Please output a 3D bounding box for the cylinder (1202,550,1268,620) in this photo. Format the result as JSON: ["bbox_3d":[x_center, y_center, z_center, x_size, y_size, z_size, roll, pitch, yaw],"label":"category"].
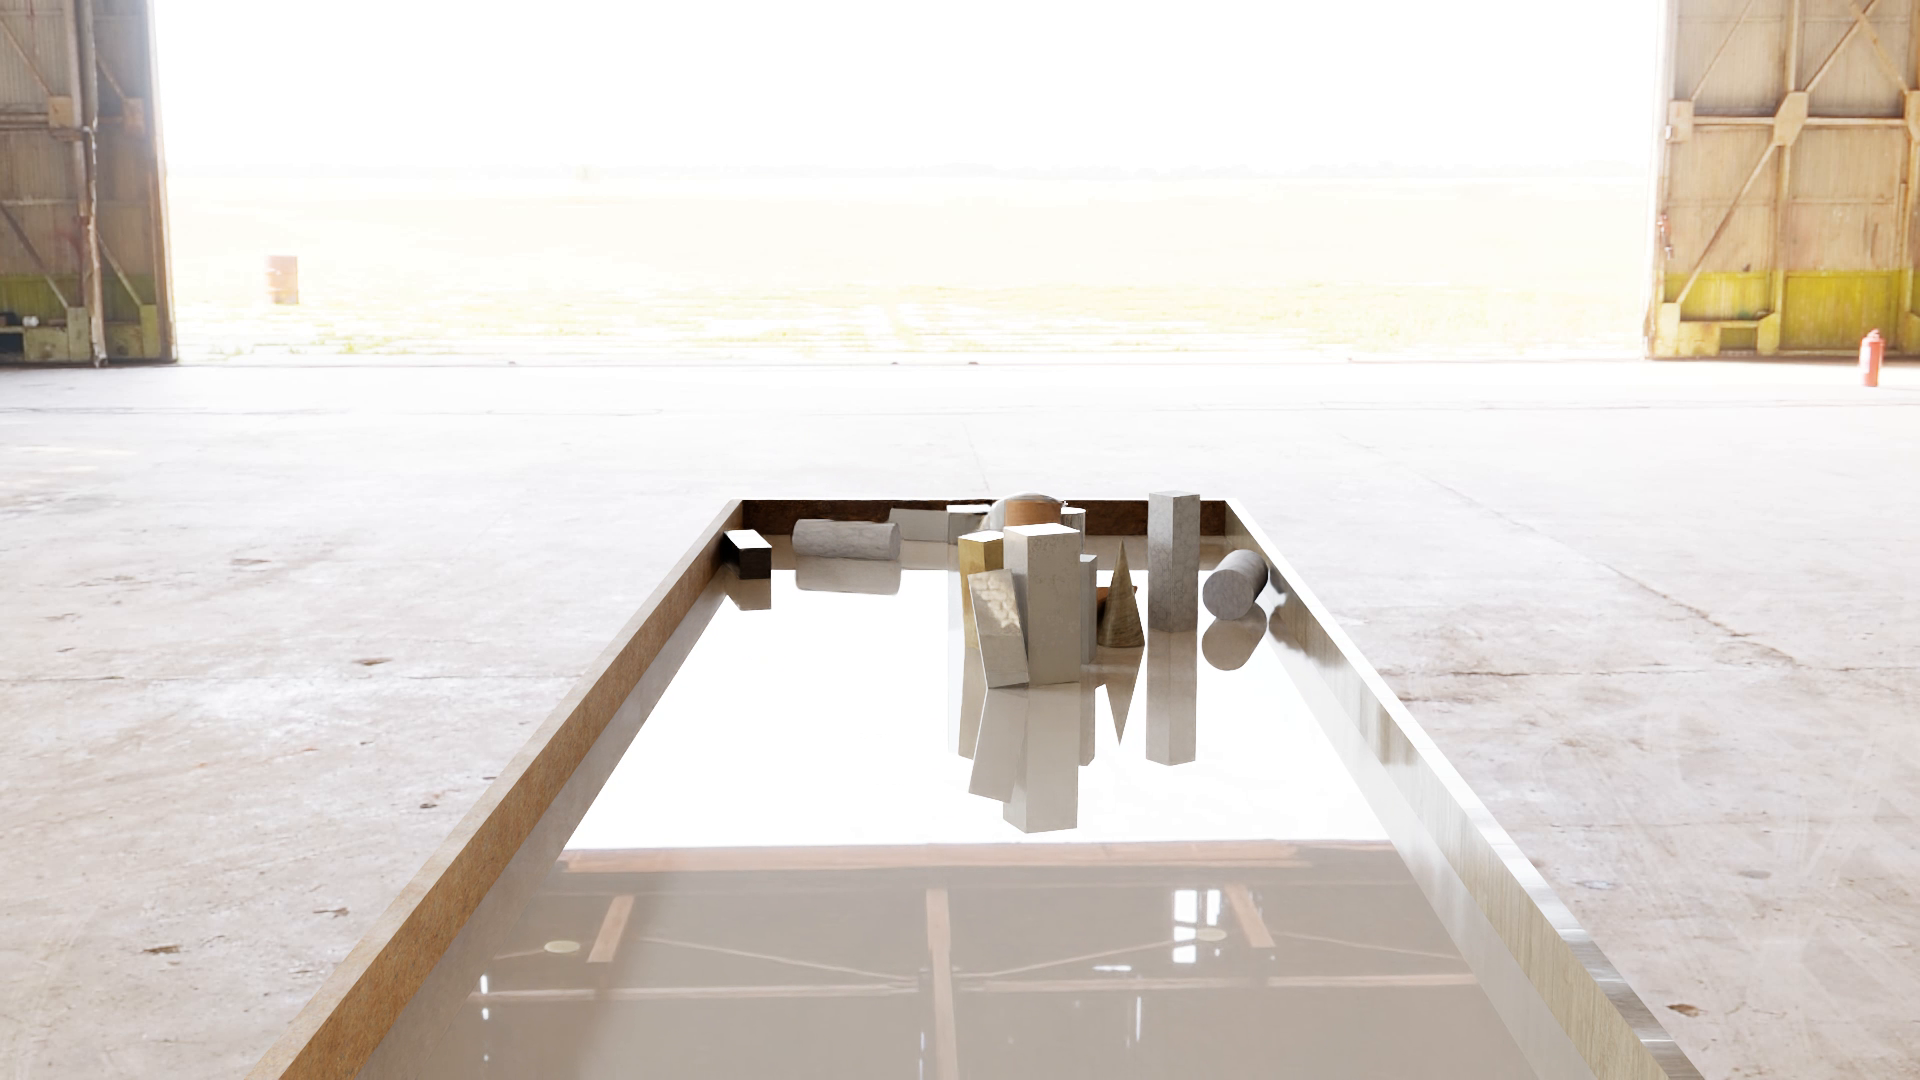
[{"bbox_3d":[0.941,0.151,7.504,0.174,0.174,0.417,2,9,15],"label":"cylinder"}]

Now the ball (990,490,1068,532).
[{"bbox_3d":[0.244,0.016,7.704,0.377,0.377,0.377,0,9,0],"label":"ball"}]

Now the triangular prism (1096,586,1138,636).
[{"bbox_3d":[0.451,0.210,7.052,0.131,0.151,0.355,-37,-10,28],"label":"triangular prism"}]

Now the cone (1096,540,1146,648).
[{"bbox_3d":[0.508,0.157,6.922,0.159,0.342,0.159,0,9,0],"label":"cone"}]

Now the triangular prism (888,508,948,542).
[{"bbox_3d":[-0.085,-0.062,9.001,0.419,0.118,0.136,3,9,17],"label":"triangular prism"}]

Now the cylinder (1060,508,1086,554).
[{"bbox_3d":[0.346,0.094,7.185,0.123,0.384,0.123,0,9,0],"label":"cylinder"}]

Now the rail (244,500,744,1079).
[{"bbox_3d":[-1.004,0.839,3.234,0.050,0.150,12.000,0,9,1],"label":"rail"}]

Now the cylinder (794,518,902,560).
[{"bbox_3d":[-0.440,-0.003,8.571,0.397,0.143,0.143,3,9,17],"label":"cylinder"}]

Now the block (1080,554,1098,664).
[{"bbox_3d":[0.346,0.210,6.677,0.117,0.316,0.117,2,9,15],"label":"block"}]

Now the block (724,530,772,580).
[{"bbox_3d":[-0.803,0.054,8.288,0.119,0.119,0.411,-2,9,-14],"label":"block"}]

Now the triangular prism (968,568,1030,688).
[{"bbox_3d":[0.124,0.250,6.357,0.129,0.330,0.112,-9,1,13],"label":"triangular prism"}]

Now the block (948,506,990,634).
[{"bbox_3d":[0.028,0.095,7.141,0.135,0.397,0.135,0,9,-2],"label":"block"}]

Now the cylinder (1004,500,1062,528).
[{"bbox_3d":[0.224,0.090,7.009,0.179,0.427,0.179,3,1,0],"label":"cylinder"}]

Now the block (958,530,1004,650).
[{"bbox_3d":[0.092,0.159,6.858,0.125,0.350,0.125,-13,14,-37],"label":"block"}]

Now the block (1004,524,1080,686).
[{"bbox_3d":[0.239,0.187,6.417,0.168,0.440,0.168,-5,10,-22],"label":"block"}]

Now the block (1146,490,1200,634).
[{"bbox_3d":[0.695,0.069,7.156,0.118,0.445,0.118,-7,11,-36],"label":"block"}]

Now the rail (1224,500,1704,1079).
[{"bbox_3d":[1.046,0.843,3.208,0.050,0.150,12.000,0,9,1],"label":"rail"}]

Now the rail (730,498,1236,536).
[{"bbox_3d":[0.099,-0.098,9.147,2.100,0.150,0.050,0,9,1],"label":"rail"}]
